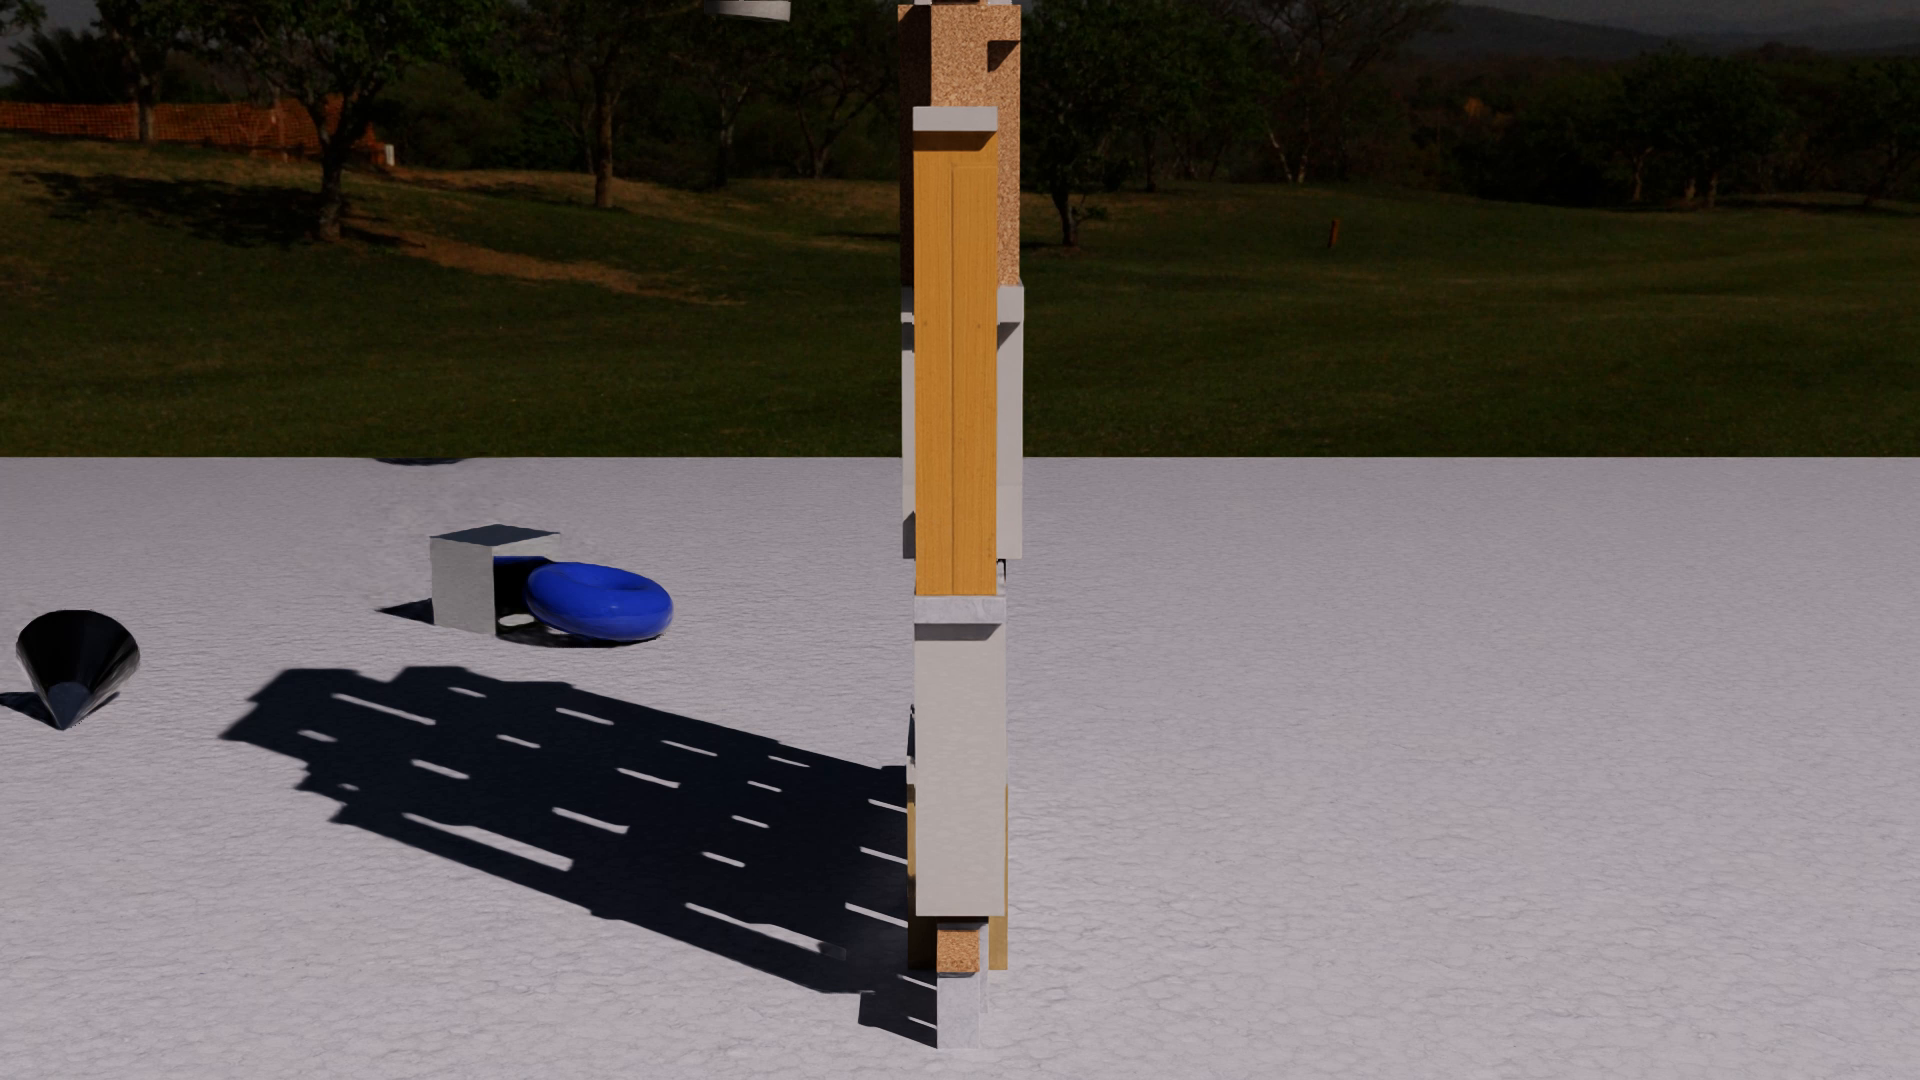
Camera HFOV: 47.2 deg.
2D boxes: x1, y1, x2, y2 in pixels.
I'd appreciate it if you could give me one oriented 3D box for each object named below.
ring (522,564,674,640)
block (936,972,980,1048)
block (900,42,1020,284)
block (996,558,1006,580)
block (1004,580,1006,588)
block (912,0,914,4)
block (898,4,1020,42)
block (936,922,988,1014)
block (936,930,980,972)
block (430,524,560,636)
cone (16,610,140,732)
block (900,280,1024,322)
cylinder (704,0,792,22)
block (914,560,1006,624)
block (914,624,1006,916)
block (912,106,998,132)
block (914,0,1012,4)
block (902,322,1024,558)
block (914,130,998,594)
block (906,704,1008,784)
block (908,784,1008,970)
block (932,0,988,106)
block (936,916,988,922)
[{"bbox_3d":[-0.910,0.154,5.531,0.384,0.128,0.384,12,9,-2],"label":"ring"},{"bbox_3d":[-0.003,0.646,3.045,0.058,0.117,0.017,0,11,0],"label":"block"},{"bbox_3d":[0.000,-0.541,3.163,0.171,0.342,0.048,0,11,0],"label":"block"},{"bbox_3d":[0.003,0.017,3.372,0.128,0.036,0.256,0,11,0],"label":"block"},{"bbox_3d":[0.004,0.176,3.315,0.128,0.256,0.036,0,11,0],"label":"block"},{"bbox_3d":[0.004,-0.957,3.366,0.152,0.303,0.043,0,11,0],"label":"block"},{"bbox_3d":[-0.001,-0.754,3.239,0.171,0.048,0.342,0,11,0],"label":"block"},{"bbox_3d":[0.004,0.608,3.168,0.074,0.148,0.021,0,10,0],"label":"block"},{"bbox_3d":[-0.002,0.574,3.071,0.058,0.017,0.117,0,11,0],"label":"block"},{"bbox_3d":[-1.195,0.101,5.672,0.231,0.231,0.231,7,13,35],"label":"block"},{"bbox_3d":[-1.923,0.329,4.756,0.256,0.256,0.256,-2,38,-12],"label":"cone"},{"bbox_3d":[0.003,-0.365,3.285,0.174,0.049,0.348,0,11,0],"label":"block"},{"bbox_3d":[-0.671,-1.805,7.009,0.277,0.277,0.277,5,10,-1],"label":"cylinder"},{"bbox_3d":[0.000,0.071,3.118,0.125,0.035,0.250,0,12,0],"label":"block"},{"bbox_3d":[0.000,0.316,3.075,0.125,0.426,0.035,0,10,0],"label":"block"},{"bbox_3d":[-0.006,-0.572,2.978,0.110,0.031,0.220,0,12,0],"label":"block"},{"bbox_3d":[0.004,-0.890,3.090,0.137,0.274,0.039,0,11,0],"label":"block"},{"bbox_3d":[0.003,-0.148,3.207,0.174,0.348,0.049,0,10,0],"label":"block"},{"bbox_3d":[-0.006,-0.235,2.967,0.110,0.624,0.031,0,11,0],"label":"block"},{"bbox_3d":[-0.004,0.312,3.396,0.151,0.043,0.301,0,11,0],"label":"block"},{"bbox_3d":[-0.003,0.500,3.329,0.151,0.301,0.043,0,11,0],"label":"block"},{"bbox_3d":[-0.001,-0.659,2.951,0.075,0.149,0.021,0,10,0],"label":"block"},{"bbox_3d":[0.004,0.491,3.184,0.074,0.021,0.148,0,39,0],"label":"block"}]
